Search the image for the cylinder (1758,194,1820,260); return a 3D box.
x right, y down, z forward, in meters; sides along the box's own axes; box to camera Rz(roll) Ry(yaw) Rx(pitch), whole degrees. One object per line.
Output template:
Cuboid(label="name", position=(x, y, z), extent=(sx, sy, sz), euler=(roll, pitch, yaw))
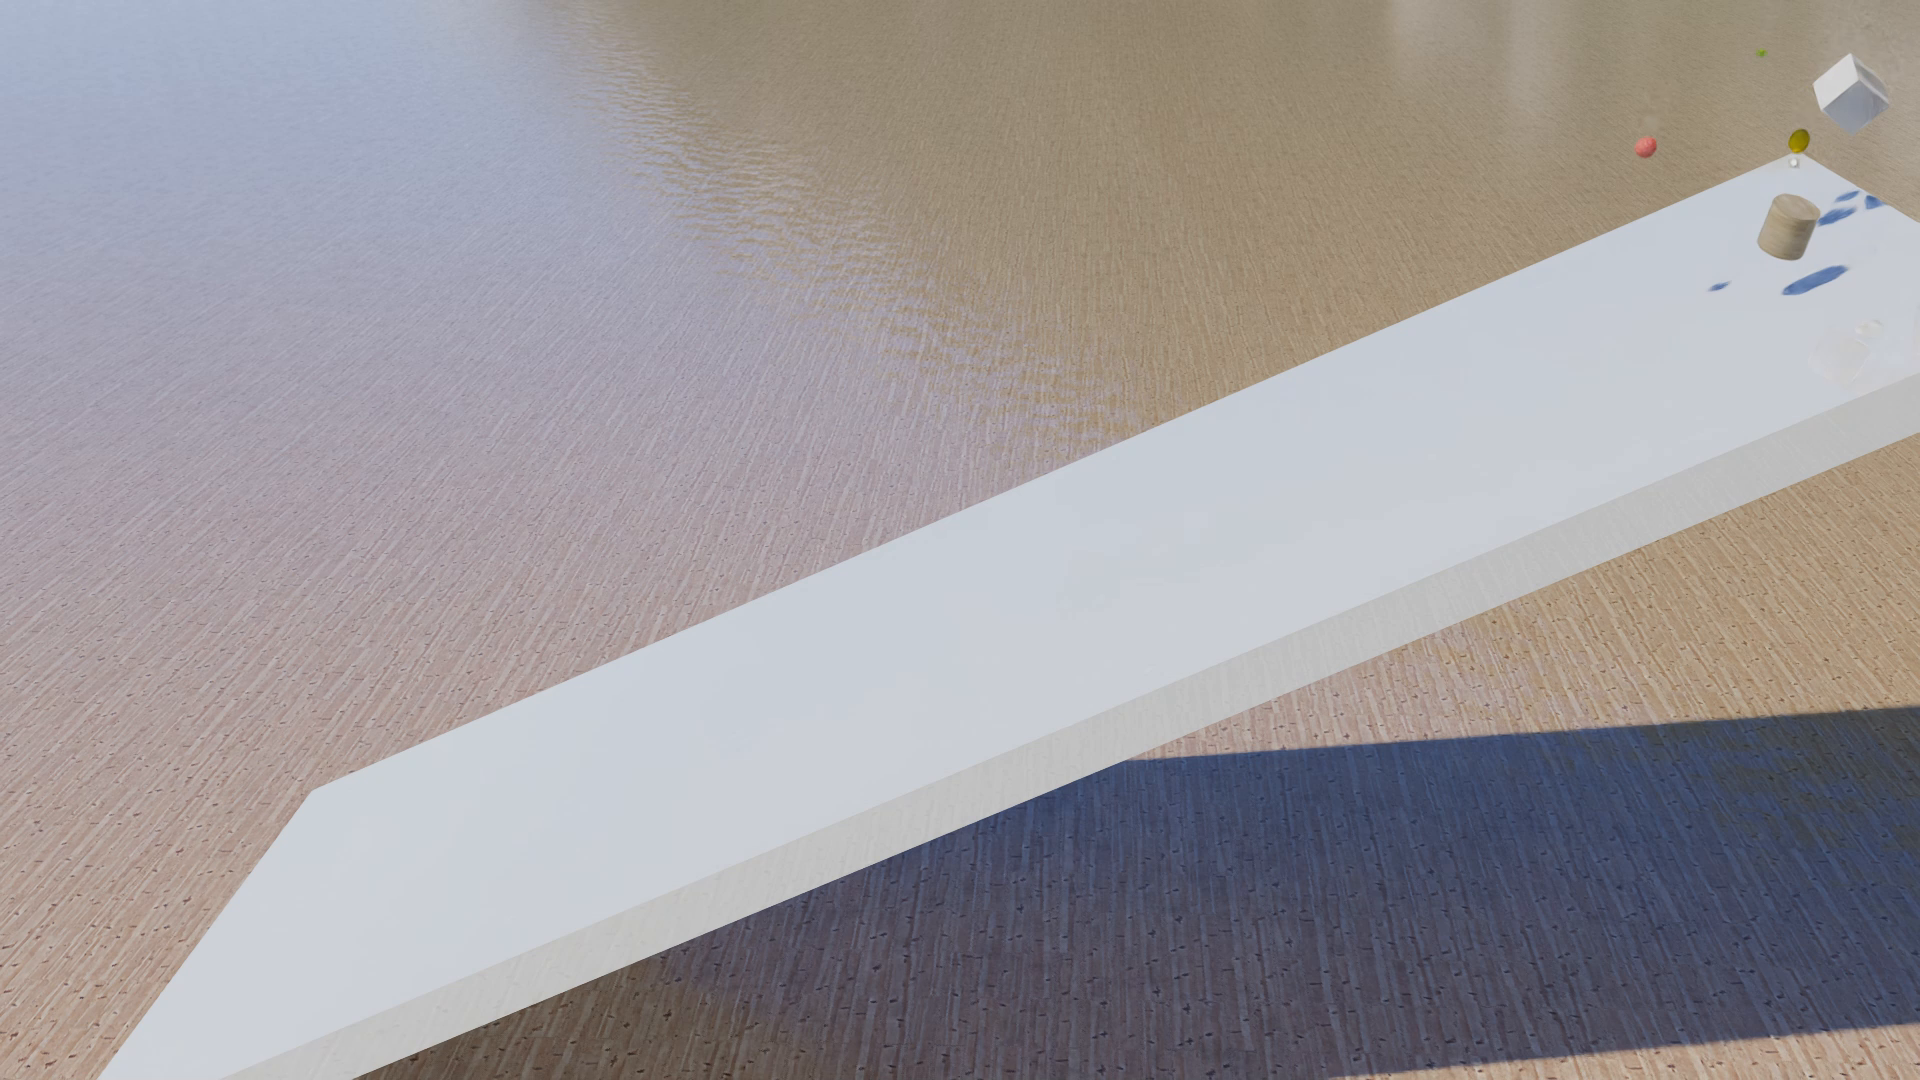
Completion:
Cuboid(label="cylinder", position=(1.618, -0.611, 5.743), extent=(0.093, 0.093, 0.093), euler=(8, 38, -6))

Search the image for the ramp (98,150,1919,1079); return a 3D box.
Cuboid(label="ramp", position=(0.133, 0.170, 6.283), extent=(4.000, 0.100, 2.000), euler=(-23, 13, 9))

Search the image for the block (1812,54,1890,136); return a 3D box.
Cuboid(label="block", position=(1.814, -0.907, 5.987), extent=(0.097, 0.097, 0.097), euler=(32, 37, -24))
